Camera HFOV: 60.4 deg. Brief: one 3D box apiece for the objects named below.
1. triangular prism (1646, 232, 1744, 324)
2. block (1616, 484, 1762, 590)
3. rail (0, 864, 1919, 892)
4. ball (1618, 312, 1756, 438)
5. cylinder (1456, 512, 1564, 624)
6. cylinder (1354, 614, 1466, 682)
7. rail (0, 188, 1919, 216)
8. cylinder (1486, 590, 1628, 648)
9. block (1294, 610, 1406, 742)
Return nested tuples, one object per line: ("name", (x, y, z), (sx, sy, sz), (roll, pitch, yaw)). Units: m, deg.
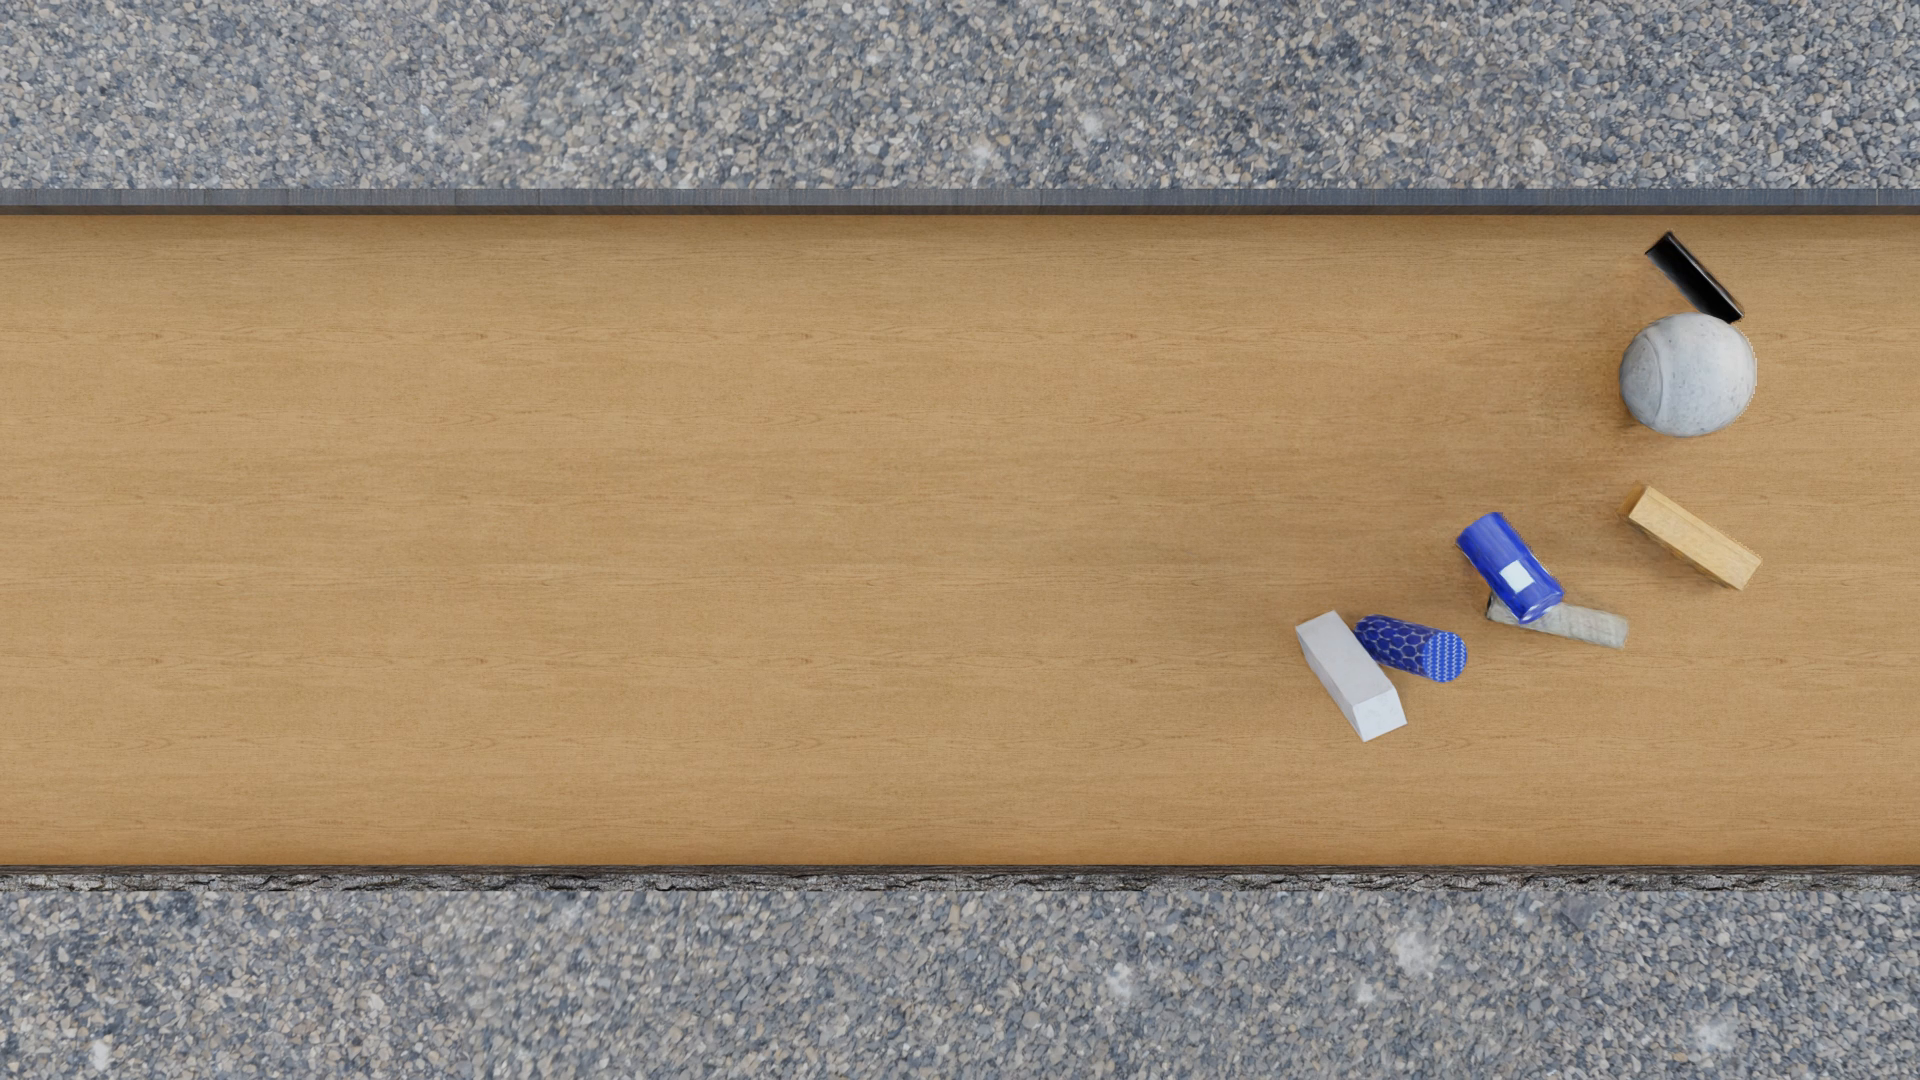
("triangular prism", (2.256, -0.796, 5.030), (0.102, 0.088, 0.326), (-43, 90, 0))
("block", (2.210, -0.008, 5.011), (0.410, 0.110, 0.110), (33, 94, -2))
("rail", (-2.247, 1.025, 5.001), (12.000, 0.150, 0.050), (0, 90, 0))
("ball", (2.154, -0.489, 4.891), (0.370, 0.370, 0.370), (0, 90, 0))
("cylinder", (1.645, 0.084, 4.936), (0.154, 0.154, 0.310), (-32, 62, 0))
("cylinder", (1.323, 0.315, 4.872), (0.145, 0.384, 0.145), (-2, 96, -17))
("rail", (-2.247, -1.025, 5.002), (12.000, 0.150, 0.050), (0, 90, 0))
("cylinder", (1.800, 0.235, 4.983), (0.393, 0.100, 0.100), (13, 90, 13))
("block", (1.141, 0.391, 4.842), (0.132, 0.459, 0.132), (-24, 118, 1))
